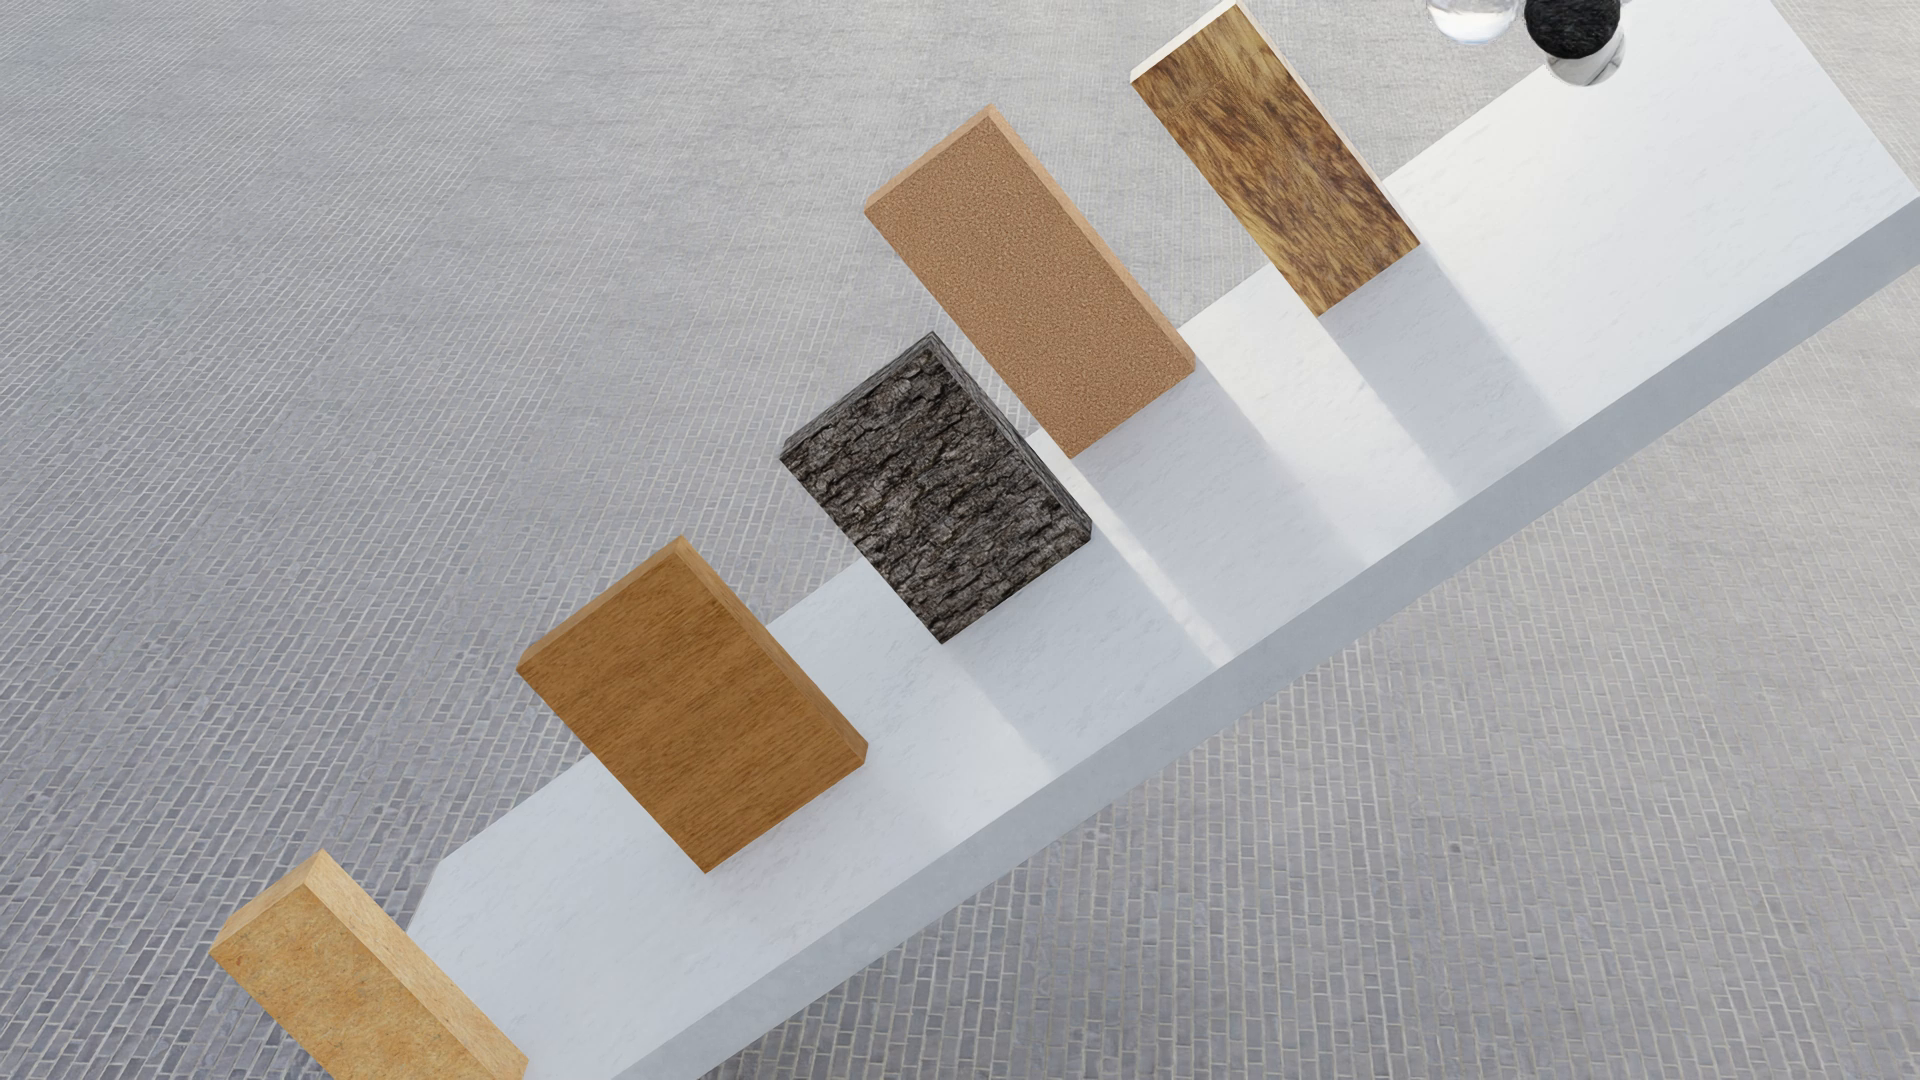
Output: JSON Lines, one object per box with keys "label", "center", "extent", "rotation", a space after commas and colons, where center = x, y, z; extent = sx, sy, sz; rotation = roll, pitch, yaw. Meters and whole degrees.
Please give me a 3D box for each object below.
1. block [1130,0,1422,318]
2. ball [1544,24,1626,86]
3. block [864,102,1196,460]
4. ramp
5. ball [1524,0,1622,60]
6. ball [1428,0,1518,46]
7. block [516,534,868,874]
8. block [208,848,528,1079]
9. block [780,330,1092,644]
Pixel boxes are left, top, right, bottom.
{"label": "block", "center": [0.683, -0.827, 6.353], "extent": [0.279, 0.665, 0.106], "rotation": [-36, 16, 18]}
{"label": "ball", "center": [1.168, -0.923, 5.495], "extent": [0.151, 0.151, 0.151], "rotation": [0, 24, 0]}
{"label": "block", "center": [0.164, -0.587, 6.740], "extent": [0.365, 0.758, 0.115], "rotation": [-36, 16, 18]}
{"label": "ramp", "center": [0.122, 0.184, 6.337], "extent": [4.000, 0.100, 2.000], "rotation": [-36, 16, 18]}
{"label": "ball", "center": [1.114, -0.961, 5.348], "extent": [0.172, 0.172, 0.172], "rotation": [0, 24, 0]}
{"label": "ball", "center": [1.018, -1.069, 5.829], "extent": [0.176, 0.176, 0.176], "rotation": [0, 24, 0]}
{"label": "block", "center": [-0.558, 0.350, 6.161], "extent": [0.443, 0.606, 0.090], "rotation": [-36, 16, 18]}
{"label": "block", "center": [-1.197, 0.951, 5.983], "extent": [0.270, 0.625, 0.139], "rotation": [-36, 16, 18]}
{"label": "block", "center": [-0.049, -0.108, 6.323], "extent": [0.412, 0.549, 0.110], "rotation": [-36, 16, 18]}
